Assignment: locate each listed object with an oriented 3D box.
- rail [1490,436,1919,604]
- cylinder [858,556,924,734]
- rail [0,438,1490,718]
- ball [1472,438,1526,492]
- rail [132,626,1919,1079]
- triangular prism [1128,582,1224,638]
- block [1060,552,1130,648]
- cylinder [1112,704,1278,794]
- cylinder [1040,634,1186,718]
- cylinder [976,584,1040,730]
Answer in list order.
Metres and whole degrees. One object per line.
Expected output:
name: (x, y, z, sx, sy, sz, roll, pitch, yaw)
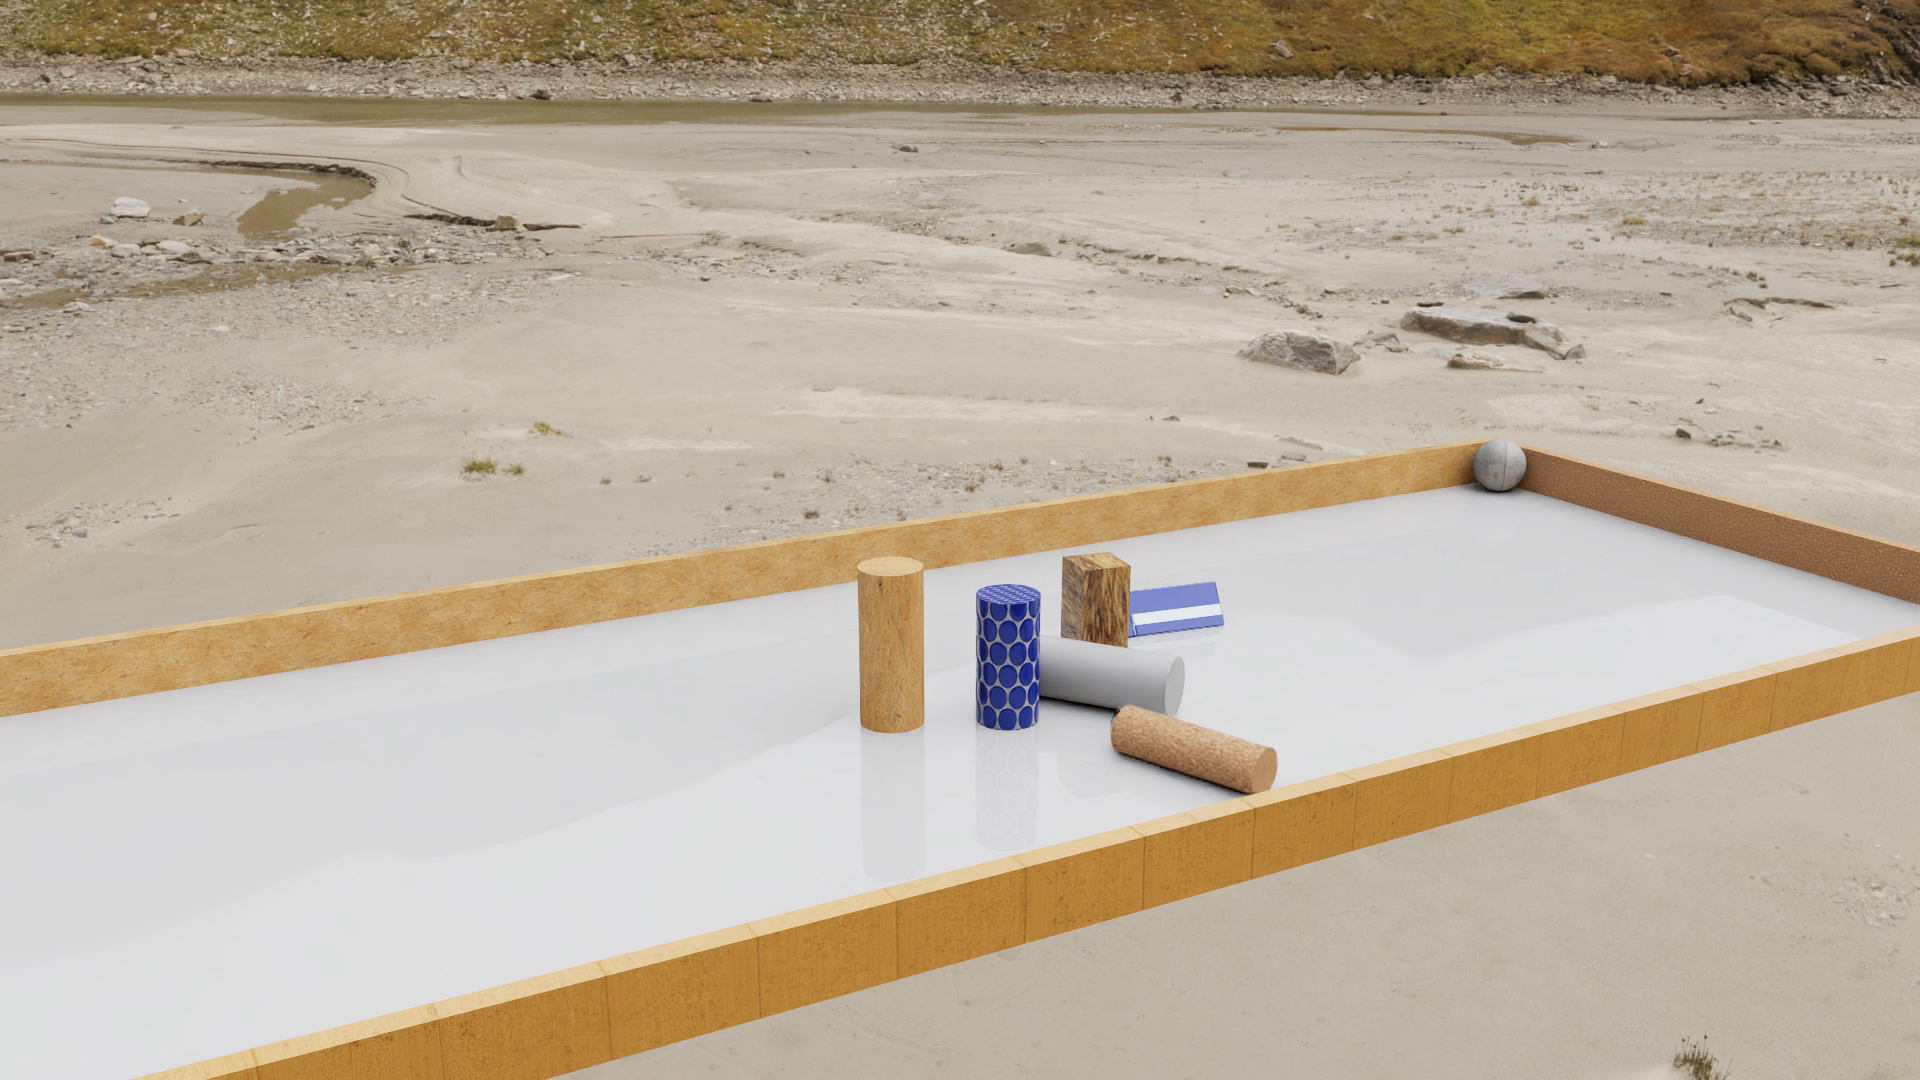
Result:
rail: (2.466, -0.048, 5.253, 0.050, 0.150, 2.100, -9, 18, -27)
cylinder: (-0.160, 0.244, 3.847, 0.152, 0.383, 0.152, 0, 16, 0)
rail: (-3.305, 0.497, 3.399, 12.000, 0.150, 0.050, -9, 18, -27)
ball: (1.942, -0.270, 5.940, 0.188, 0.188, 0.188, 0, 16, 0)
rail: (-2.336, 1.006, 1.665, 12.000, 0.150, 0.050, -9, 18, -27)
triangular prism: (0.526, 0.185, 4.525, 0.388, 0.107, 0.124, -6, 17, -19)
block: (0.338, 0.198, 4.139, 0.127, 0.304, 0.127, -6, 17, -20)
cylinder: (0.509, 0.458, 3.608, 0.364, 0.107, 0.107, 14, 21, 39)
cylinder: (0.328, 0.324, 3.989, 0.403, 0.149, 0.149, 8, 18, 25)
cylinder: (0.112, 0.274, 3.872, 0.151, 0.310, 0.151, 0, 16, 0)
